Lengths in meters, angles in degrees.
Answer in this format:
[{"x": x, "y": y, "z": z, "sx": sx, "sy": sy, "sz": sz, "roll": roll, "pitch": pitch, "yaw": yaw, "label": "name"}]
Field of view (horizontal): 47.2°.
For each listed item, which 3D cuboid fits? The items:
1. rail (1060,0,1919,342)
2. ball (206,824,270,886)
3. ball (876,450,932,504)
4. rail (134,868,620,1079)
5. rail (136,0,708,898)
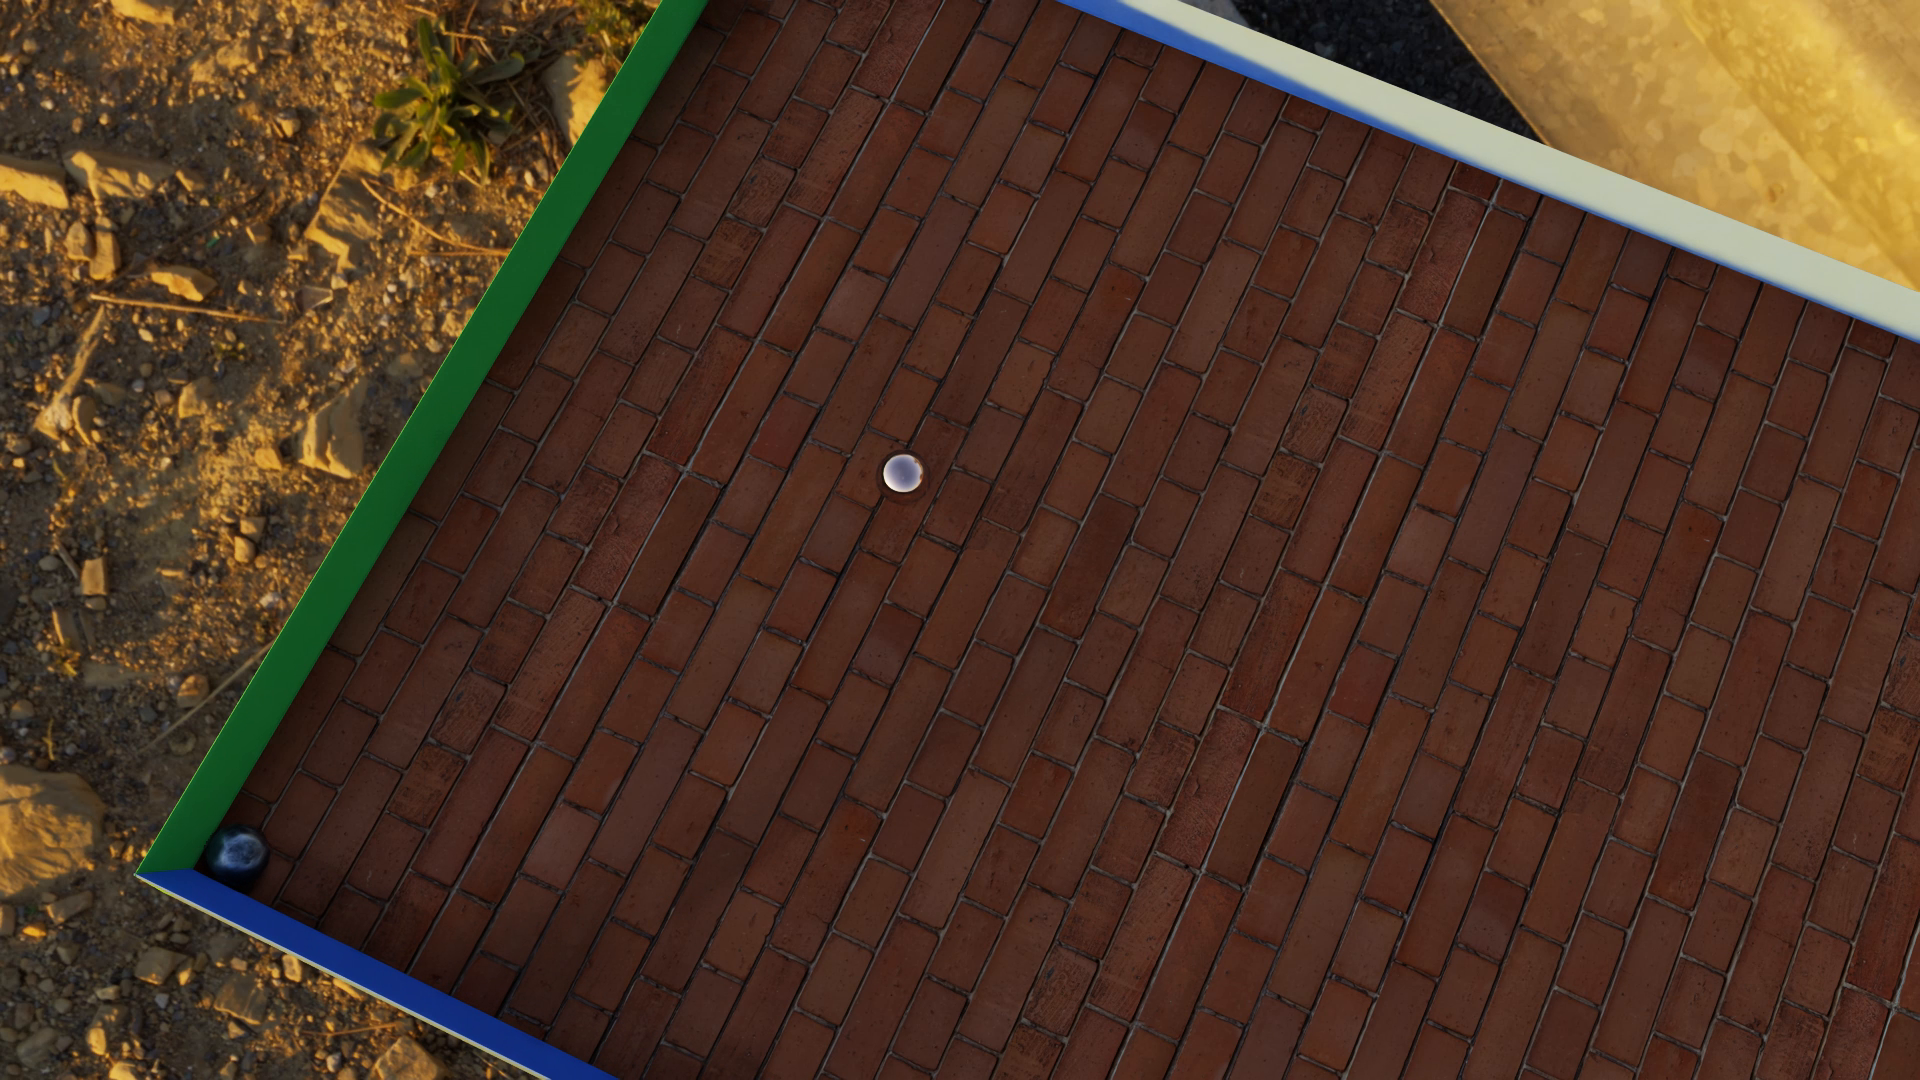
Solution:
[{"x": 1.181, "y": -0.498, "z": 3.596, "sx": 3.391, "sy": 0.127, "sz": 0.045, "roll": 24, "pitch": 72, "yaw": 8, "label": "rail"}, {"x": -1.072, "y": 0.467, "z": 3.262, "sx": 0.090, "sy": 0.090, "sz": 0.090, "roll": 0, "pitch": 70, "yaw": 0, "label": "ball"}, {"x": -0.090, "y": -0.100, "z": 3.472, "sx": 0.088, "sy": 0.088, "sz": 0.088, "roll": 0, "pitch": 70, "yaw": 0, "label": "ball"}, {"x": 0.354, "y": 1.160, "z": 2.987, "sx": 3.391, "sy": 0.127, "sz": 0.045, "roll": 24, "pitch": 72, "yaw": 8, "label": "rail"}, {"x": -0.746, "y": -0.335, "z": 3.536, "sx": 0.045, "sy": 0.127, "sz": 1.998, "roll": 24, "pitch": 72, "yaw": 8, "label": "rail"}]
